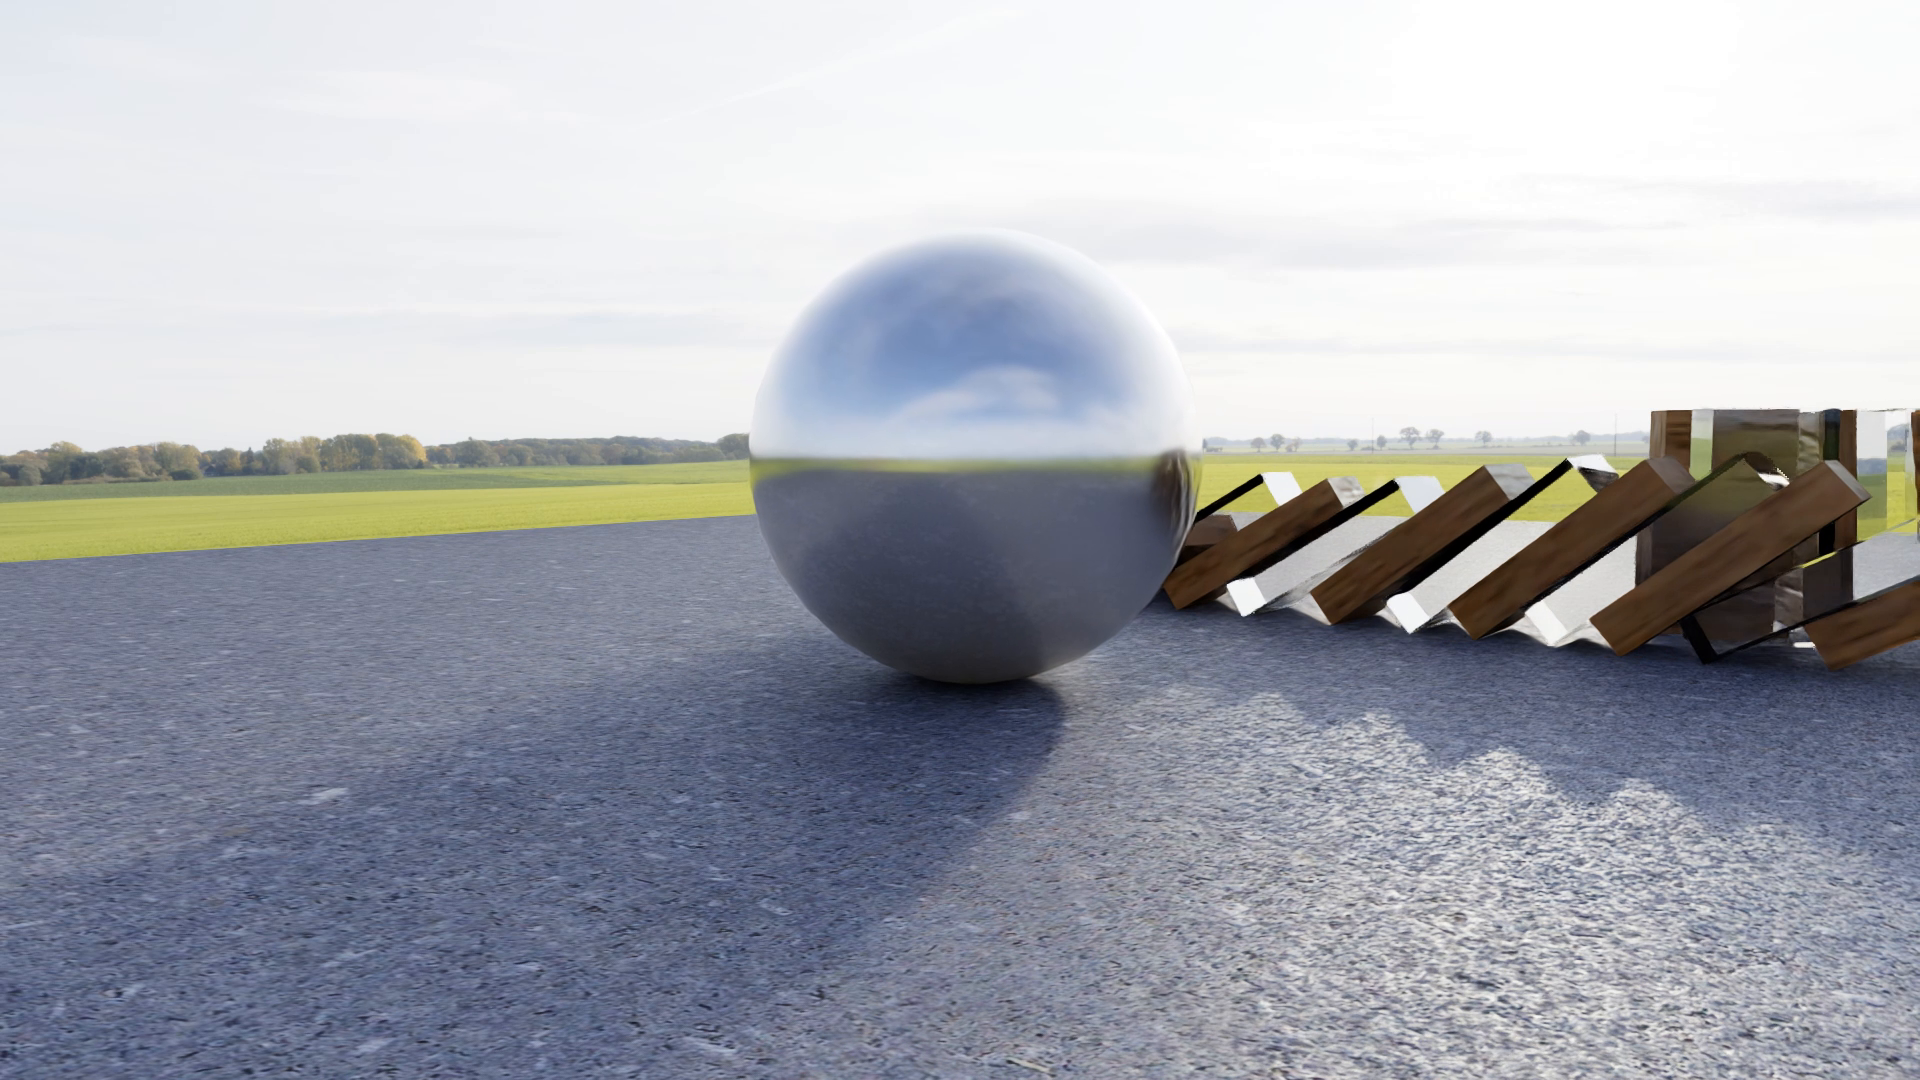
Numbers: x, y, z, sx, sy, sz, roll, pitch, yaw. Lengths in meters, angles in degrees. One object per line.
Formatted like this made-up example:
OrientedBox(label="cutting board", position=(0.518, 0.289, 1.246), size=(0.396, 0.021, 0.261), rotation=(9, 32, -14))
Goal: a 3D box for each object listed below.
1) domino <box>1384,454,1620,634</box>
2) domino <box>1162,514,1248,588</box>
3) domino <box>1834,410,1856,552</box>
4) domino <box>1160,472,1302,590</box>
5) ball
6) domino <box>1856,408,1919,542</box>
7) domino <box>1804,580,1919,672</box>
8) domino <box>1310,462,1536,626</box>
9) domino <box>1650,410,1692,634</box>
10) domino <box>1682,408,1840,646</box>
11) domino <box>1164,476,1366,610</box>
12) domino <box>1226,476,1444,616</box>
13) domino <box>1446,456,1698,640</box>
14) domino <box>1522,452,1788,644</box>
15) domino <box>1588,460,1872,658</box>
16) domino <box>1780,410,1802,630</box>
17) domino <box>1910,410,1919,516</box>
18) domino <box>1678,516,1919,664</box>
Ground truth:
OrientedBox(label="domino", position=(0.121, 0.001, 0.285), size=(0.025, 0.009, 0.050), rotation=(-7, -32, -49))
OrientedBox(label="domino", position=(0.056, 0.004, 0.367), size=(0.050, 0.009, 0.025), rotation=(-2, -32, -24))
OrientedBox(label="domino", position=(0.203, -0.005, 0.305), size=(0.009, 0.050, 0.025), rotation=(-1, 4, 18))
OrientedBox(label="domino", position=(0.064, -0.001, 0.336), size=(0.050, 0.009, 0.025), rotation=(-34, -14, 28))
OrientedBox(label="ball", position=(0.003, -0.015, 0.229), size=(0.080, 0.080, 0.080), rotation=(0, 4, 0))
OrientedBox(label="domino", position=(0.216, -0.005, 0.293), size=(0.025, 0.050, 0.009), rotation=(-3, 2, -33))
OrientedBox(label="domino", position=(0.183, 0.008, 0.232), size=(0.050, 0.010, 0.025), rotation=(-35, -19, 37))
OrientedBox(label="domino", position=(0.108, 0.001, 0.298), size=(0.025, 0.009, 0.050), rotation=(-5, -31, -49))
OrientedBox(label="domino", position=(0.170, -0.004, 0.289), size=(0.025, 0.050, 0.009), rotation=(1, 4, 9))
OrientedBox(label="domino", position=(0.170, -0.003, 0.273), size=(0.025, 0.050, 0.010), rotation=(0, 4, 5))
OrientedBox(label="domino", position=(0.078, 0.001, 0.327), size=(0.050, 0.009, 0.025), rotation=(-34, -14, 29))
OrientedBox(label="domino", position=(0.092, 0.002, 0.312), size=(0.025, 0.010, 0.050), rotation=(-5, -26, -49))
OrientedBox(label="domino", position=(0.131, 0.002, 0.275), size=(0.025, 0.009, 0.050), rotation=(-7, -32, -49))
OrientedBox(label="domino", position=(0.142, 0.002, 0.263), size=(0.025, 0.009, 0.050), rotation=(-6, -33, -50))
OrientedBox(label="domino", position=(0.152, 0.004, 0.254), size=(0.025, 0.009, 0.050), rotation=(-5, -33, -51))
OrientedBox(label="domino", position=(0.182, -0.005, 0.303), size=(0.010, 0.050, 0.025), rotation=(-2, 5, -29))
OrientedBox(label="domino", position=(0.224, -0.004, 0.279), size=(0.025, 0.050, 0.009), rotation=(-1, -4, -11))
OrientedBox(label="domino", position=(0.166, 0.008, 0.243), size=(0.050, 0.009, 0.025), rotation=(-34, -18, 35))
